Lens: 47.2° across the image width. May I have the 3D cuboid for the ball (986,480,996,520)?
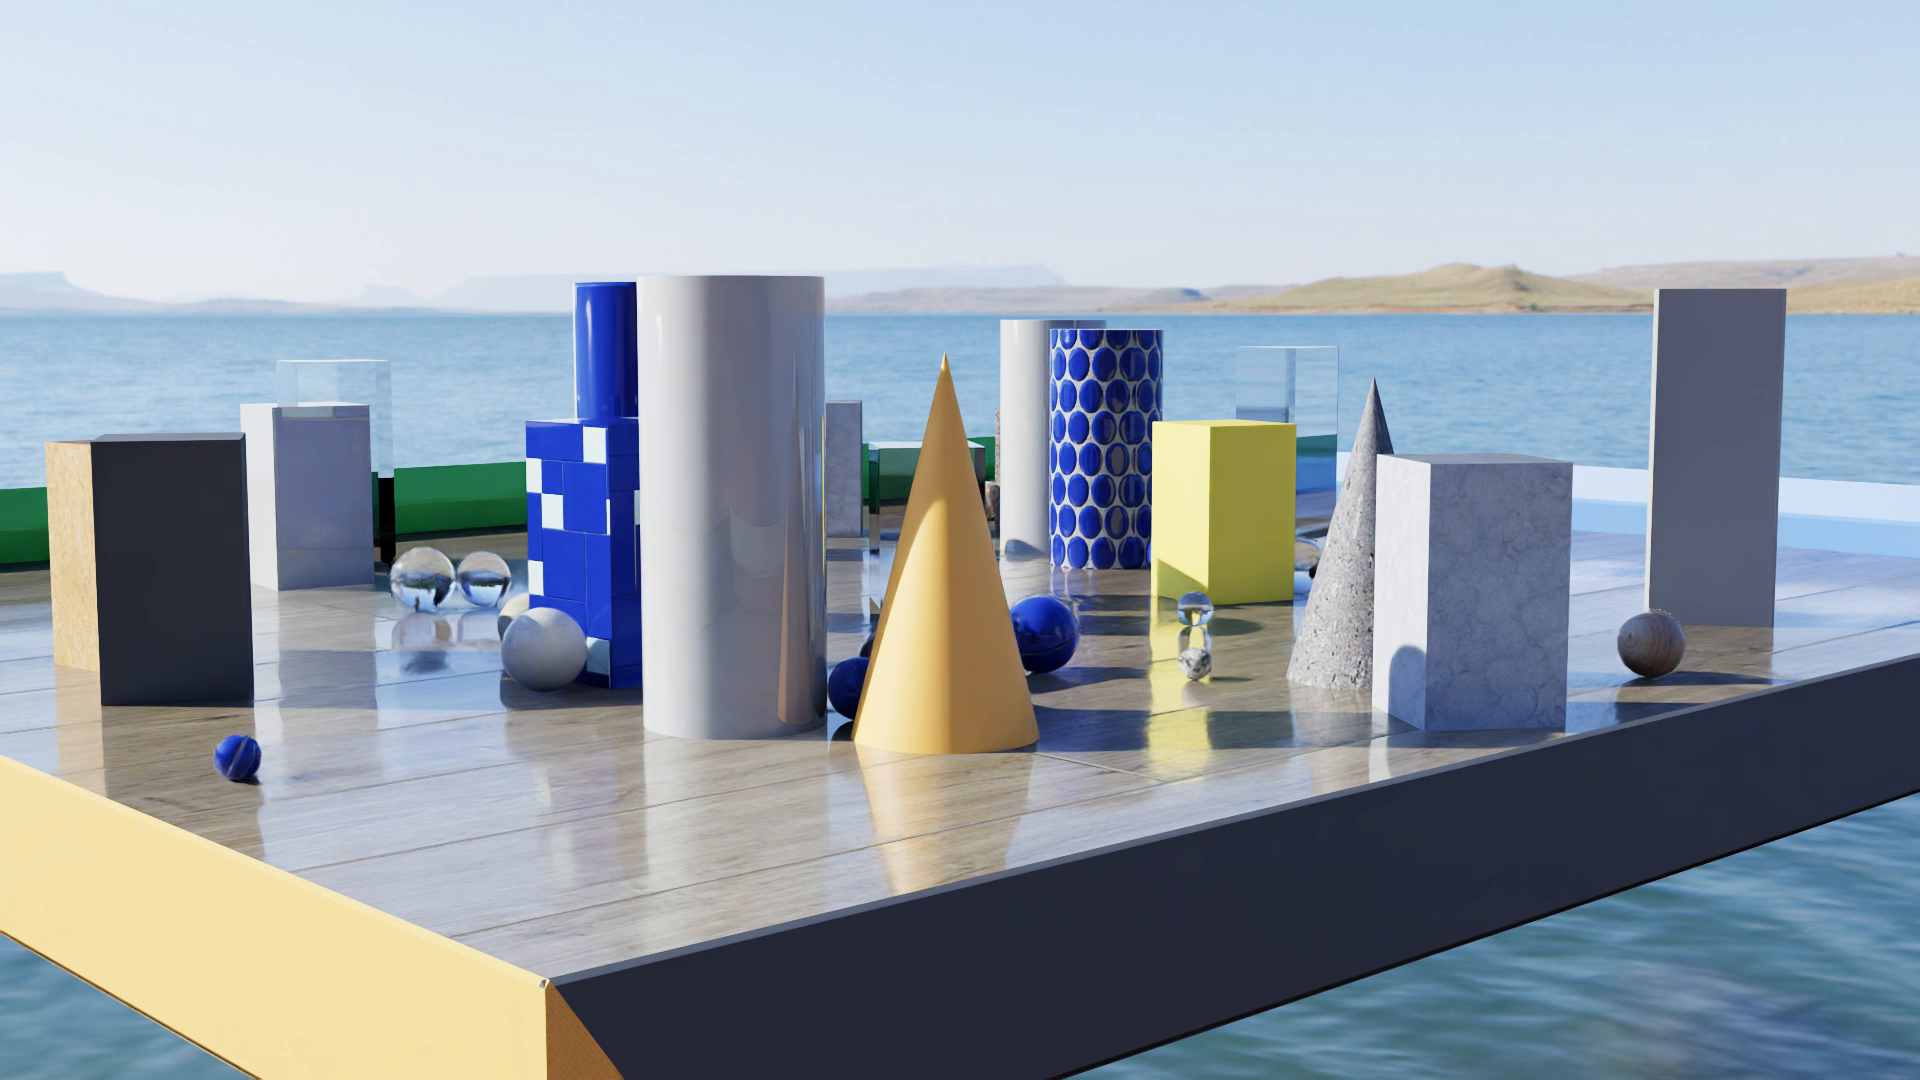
[{"bbox_3d":[0.067,-0.085,4.706,0.083,0.083,0.083,0,6,0],"label":"ball"}]

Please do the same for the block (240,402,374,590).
[{"bbox_3d":[-1.071,-0.076,3.607,0.160,0.293,0.160,-4,7,-35],"label":"block"}]

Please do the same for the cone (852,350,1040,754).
[{"bbox_3d":[-0.015,0.005,2.295,0.199,0.404,0.199,0,6,0],"label":"cone"}]

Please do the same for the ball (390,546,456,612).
[{"bbox_3d":[-0.799,0.058,3.271,0.096,0.096,0.096,0,6,0],"label":"ball"}]

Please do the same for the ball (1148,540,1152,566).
[{"bbox_3d":[0.354,0.022,3.690,0.080,0.080,0.080,0,6,0],"label":"ball"}]

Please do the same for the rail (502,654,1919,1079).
[{"bbox_3d":[1.044,0.151,2.207,3.414,0.130,0.045,-5,8,-42],"label":"rail"}]

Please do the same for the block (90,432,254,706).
[{"bbox_3d":[-0.916,0.029,2.569,0.160,0.299,0.160,-2,6,-16],"label":"block"}]

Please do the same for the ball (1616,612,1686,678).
[{"bbox_3d":[0.843,0.127,2.682,0.081,0.081,0.081,0,6,0],"label":"ball"}]

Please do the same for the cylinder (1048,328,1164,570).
[{"bbox_3d":[0.257,-0.164,3.879,0.199,0.412,0.199,0,6,0],"label":"cylinder"}]

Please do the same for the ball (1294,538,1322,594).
[{"bbox_3d":[0.535,0.042,3.463,0.088,0.088,0.088,0,6,0],"label":"ball"}]

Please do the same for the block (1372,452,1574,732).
[{"bbox_3d":[0.559,0.052,2.414,0.160,0.285,0.160,-1,6,-9],"label":"block"}]

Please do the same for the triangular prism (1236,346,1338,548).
[{"bbox_3d":[0.547,-0.144,3.822,0.150,0.383,0.173,4,7,35],"label":"triangular prism"}]

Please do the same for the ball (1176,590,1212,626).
[{"bbox_3d":[0.332,0.097,3.112,0.051,0.051,0.051,0,6,0],"label":"ball"}]

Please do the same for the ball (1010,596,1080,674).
[{"bbox_3d":[0.099,0.116,2.709,0.096,0.096,0.096,0,6,0],"label":"ball"}]

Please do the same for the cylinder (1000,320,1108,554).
[{"bbox_3d":[0.175,-0.198,4.123,0.199,0.428,0.199,0,6,0],"label":"cylinder"}]

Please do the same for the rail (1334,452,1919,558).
[{"bbox_3d":[1.237,-0.084,4.467,0.045,0.130,3.125,-5,8,-42],"label":"rail"}]

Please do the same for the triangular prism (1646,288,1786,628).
[{"bbox_3d":[1.080,-0.123,3.174,0.173,0.476,0.150,1,6,13],"label":"triangular prism"}]

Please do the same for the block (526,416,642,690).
[{"bbox_3d":[-0.414,0.010,2.689,0.160,0.312,0.160,5,8,42],"label":"block"}]

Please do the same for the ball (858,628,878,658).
[{"bbox_3d":[-0.066,0.140,2.473,0.098,0.098,0.098,0,6,0],"label":"ball"}]

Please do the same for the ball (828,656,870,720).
[{"bbox_3d":[-0.110,0.162,2.398,0.070,0.070,0.070,0,6,0],"label":"ball"}]

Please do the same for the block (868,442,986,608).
[{"bbox_3d":[-0.052,-0.026,3.374,0.160,0.241,0.160,-1,6,-8],"label":"block"}]

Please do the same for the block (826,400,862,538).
[{"bbox_3d":[-0.277,-0.145,4.408,0.160,0.265,0.160,0,6,-1],"label":"block"}]

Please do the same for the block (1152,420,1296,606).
[{"bbox_3d":[0.410,-0.047,3.426,0.160,0.272,0.160,-3,7,-27],"label":"block"}]

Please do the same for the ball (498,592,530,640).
[{"bbox_3d":[-0.549,0.110,2.819,0.086,0.086,0.086,0,6,0],"label":"ball"}]

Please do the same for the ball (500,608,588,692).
[{"bbox_3d":[-0.486,0.129,2.573,0.100,0.100,0.100,0,6,0],"label":"ball"}]

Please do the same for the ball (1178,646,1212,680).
[{"bbox_3d":[0.285,0.149,2.661,0.041,0.041,0.041,0,6,0],"label":"ball"}]

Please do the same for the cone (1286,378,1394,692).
[{"bbox_3d":[0.498,-0.016,2.664,0.199,0.368,0.199,0,6,0],"label":"cone"}]

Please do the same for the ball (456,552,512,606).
[{"bbox_3d":[-0.722,0.059,3.330,0.082,0.082,0.082,0,6,0],"label":"ball"}]

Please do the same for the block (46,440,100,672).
[{"bbox_3d":[-1.035,0.015,2.785,0.160,0.281,0.160,5,8,38],"label":"block"}]

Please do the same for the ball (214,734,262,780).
[{"bbox_3d":[-0.687,0.207,2.094,0.043,0.043,0.043,0,6,0],"label":"ball"}]

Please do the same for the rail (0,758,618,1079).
[{"bbox_3d":[-1.237,0.152,2.196,0.045,0.130,3.125,-5,8,-42],"label":"rail"}]

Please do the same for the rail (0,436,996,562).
[{"bbox_3d":[-1.044,-0.083,4.457,3.414,0.130,0.045,-5,8,-42],"label":"rail"}]

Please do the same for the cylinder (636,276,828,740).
[{"bbox_3d":[-0.244,-0.041,2.365,0.199,0.481,0.199,0,6,0],"label":"cylinder"}]

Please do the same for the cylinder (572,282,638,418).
[{"bbox_3d":[-0.448,-0.124,3.142,0.199,0.485,0.199,0,6,0],"label":"cylinder"}]

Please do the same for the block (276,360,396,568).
[{"bbox_3d":[-1.093,-0.135,3.853,0.160,0.358,0.160,-3,7,-29],"label":"block"}]

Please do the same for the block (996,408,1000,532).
[{"bbox_3d":[0.184,-0.142,4.448,0.160,0.250,0.160,5,8,41],"label":"block"}]
